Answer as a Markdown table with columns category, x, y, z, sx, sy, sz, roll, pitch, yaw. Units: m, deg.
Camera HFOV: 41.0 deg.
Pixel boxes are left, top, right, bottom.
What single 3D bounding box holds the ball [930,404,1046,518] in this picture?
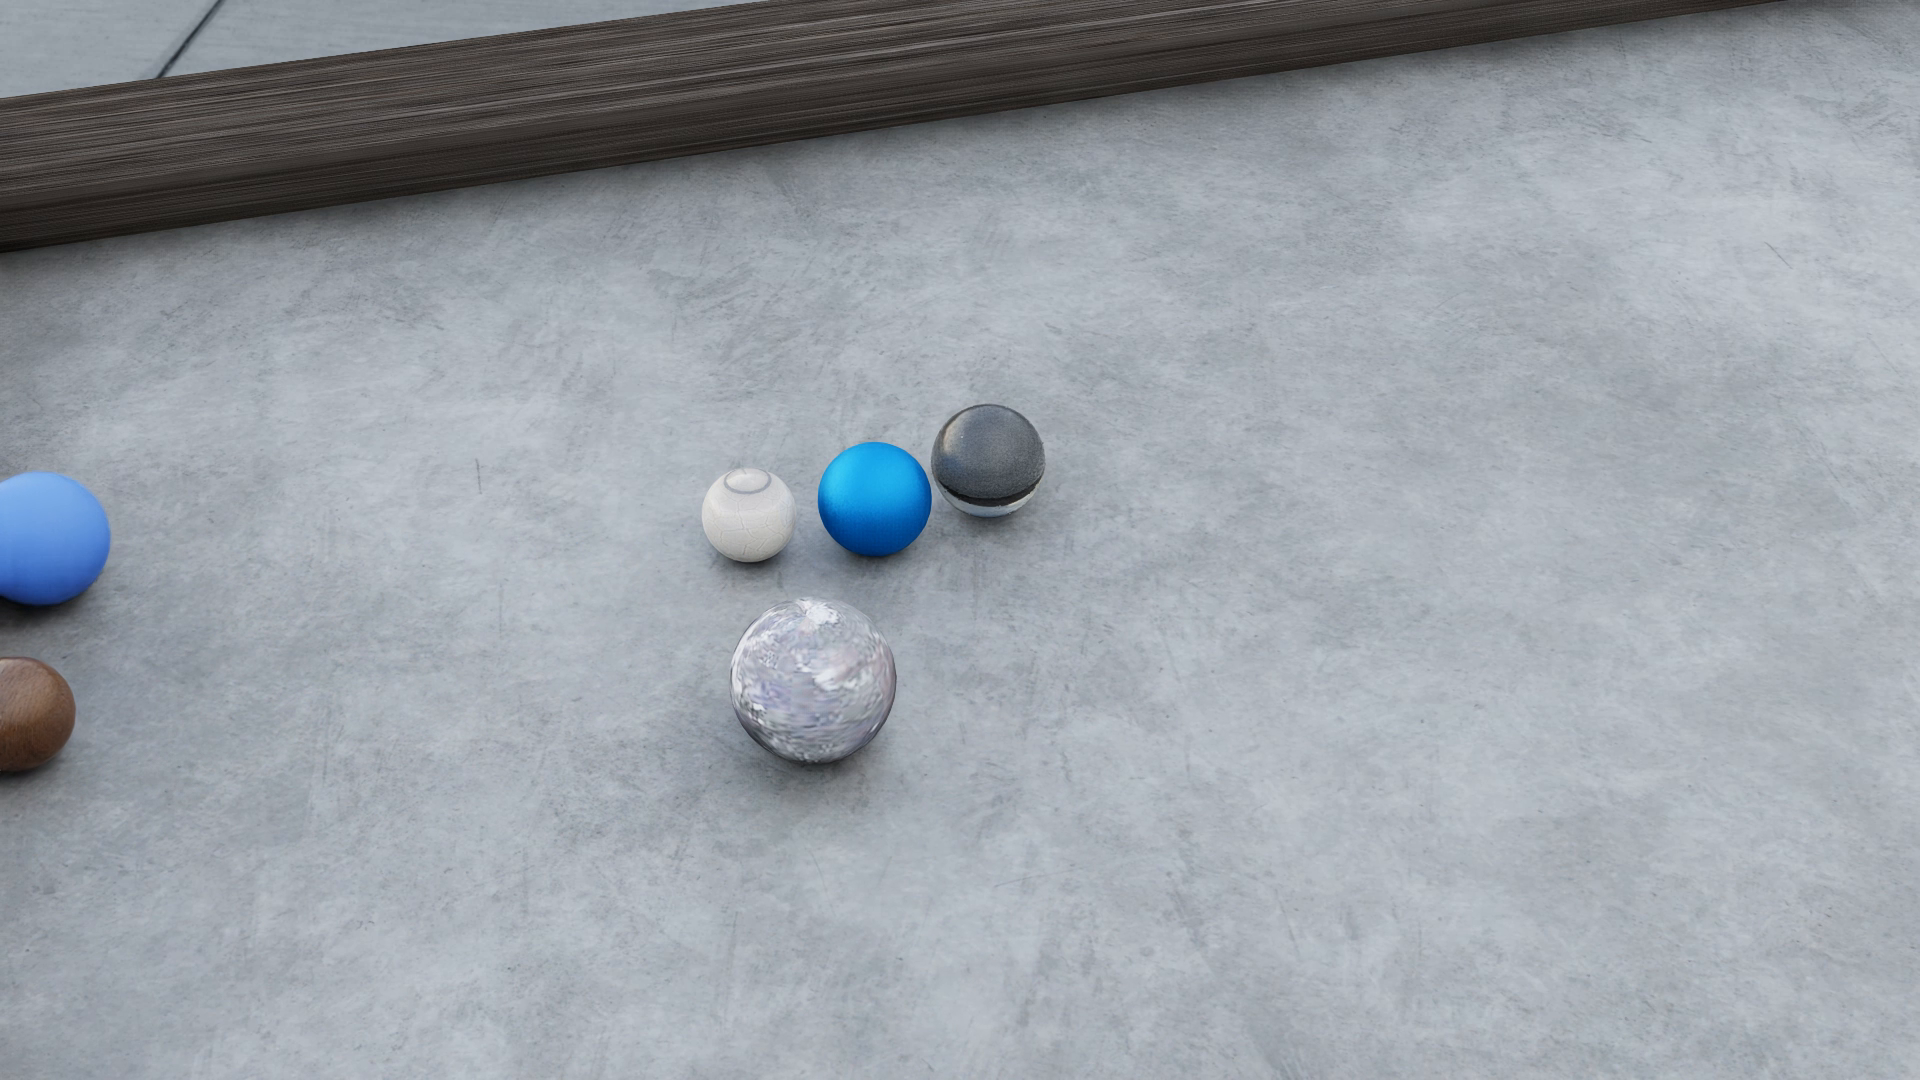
| category | x | y | z | sx | sy | sz | roll | pitch | yaw |
| --- | --- | --- | --- | --- | --- | --- | --- | --- | --- |
| ball | 0.018 | -0.051 | 1.670 | 0.075 | 0.075 | 0.075 | 0 | 35 | 0 |

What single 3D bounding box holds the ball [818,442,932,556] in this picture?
| category | x | y | z | sx | sy | sz | roll | pitch | yaw |
| --- | --- | --- | --- | --- | --- | --- | --- | --- | --- |
| ball | -0.054 | -0.026 | 1.636 | 0.073 | 0.073 | 0.073 | 0 | 35 | 0 |

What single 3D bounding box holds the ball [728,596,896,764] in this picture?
| category | x | y | z | sx | sy | sz | roll | pitch | yaw |
| --- | --- | --- | --- | --- | --- | --- | --- | --- | --- |
| ball | -0.084 | 0.080 | 1.466 | 0.096 | 0.096 | 0.096 | 0 | 35 | 0 |

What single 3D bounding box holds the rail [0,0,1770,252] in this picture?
| category | x | y | z | sx | sy | sz | roll | pitch | yaw |
| --- | --- | --- | --- | --- | --- | --- | --- | --- | --- |
| rail | 0.413 | -0.472 | 2.221 | 2.527 | 0.125 | 0.045 | -10 | 37 | -14 |

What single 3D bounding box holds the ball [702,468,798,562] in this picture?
| category | x | y | z | sx | sy | sz | roll | pitch | yaw |
| --- | --- | --- | --- | --- | --- | --- | --- | --- | --- |
| ball | -0.134 | -0.016 | 1.633 | 0.061 | 0.061 | 0.061 | 0 | 35 | 0 |

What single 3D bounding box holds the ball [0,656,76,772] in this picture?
| category | x | y | z | sx | sy | sz | roll | pitch | yaw |
| --- | --- | --- | --- | --- | --- | --- | --- | --- | --- |
| ball | -0.540 | 0.099 | 1.465 | 0.066 | 0.066 | 0.066 | 0 | 35 | 0 |

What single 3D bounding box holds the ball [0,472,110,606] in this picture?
| category | x | y | z | sx | sy | sz | roll | pitch | yaw |
| --- | --- | --- | --- | --- | --- | --- | --- | --- | --- |
| ball | -0.571 | 0.000 | 1.591 | 0.084 | 0.084 | 0.084 | 0 | 35 | 0 |
